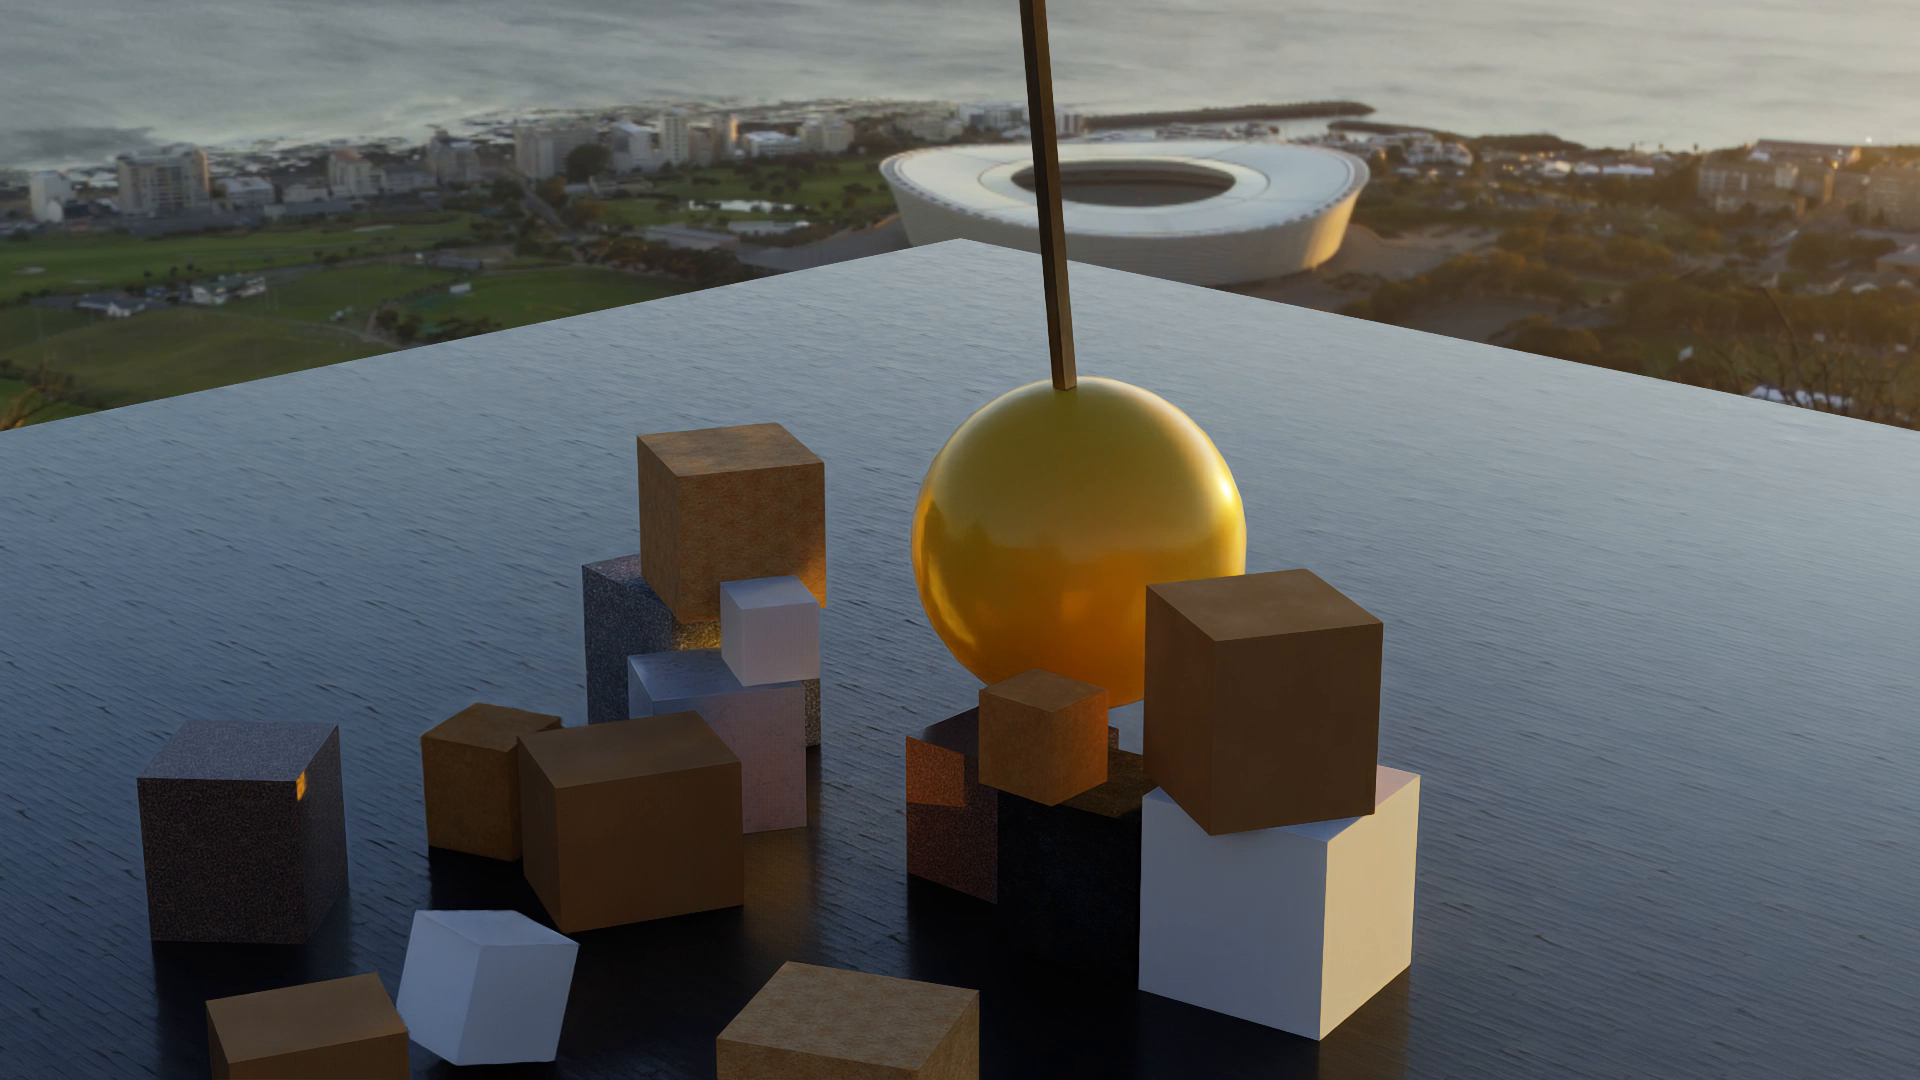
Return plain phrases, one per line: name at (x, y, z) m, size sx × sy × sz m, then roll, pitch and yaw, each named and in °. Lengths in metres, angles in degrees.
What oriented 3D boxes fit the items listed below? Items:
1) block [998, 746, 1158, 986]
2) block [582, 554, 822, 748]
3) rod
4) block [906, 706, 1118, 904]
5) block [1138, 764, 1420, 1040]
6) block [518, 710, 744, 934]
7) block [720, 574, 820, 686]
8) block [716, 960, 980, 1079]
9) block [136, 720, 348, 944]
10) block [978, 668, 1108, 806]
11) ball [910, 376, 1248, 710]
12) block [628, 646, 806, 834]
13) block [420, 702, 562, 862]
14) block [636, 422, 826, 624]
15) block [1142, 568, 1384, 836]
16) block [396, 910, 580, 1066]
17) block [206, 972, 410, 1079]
block at (0.637, 1.386, 12.697) m, size 0.692 × 0.742 × 0.674 m, roll 12°, pitch 21°, yaw 32°
block at (-1.318, 0.585, 14.975) m, size 0.865 × 0.904 × 0.867 m, roll -13°, pitch 21°, yaw -35°
rod at (0.244, -3.100, 12.623) m, size 0.080 × 5.200 × 0.080 m, roll 17°, pitch 32°, yaw 42°
block at (0.240, 1.193, 13.432) m, size 0.671 × 0.669 × 0.706 m, roll 15°, pitch 23°, yaw 39°
block at (1.341, 1.437, 12.317) m, size 0.849 × 0.873 × 0.854 m, roll 11°, pitch 21°, yaw 32°
block at (-1.483, 1.257, 13.197) m, size 0.839 × 0.688 × 0.688 m, roll -7°, pitch 19°, yaw -21°
block at (-0.907, 0.428, 13.968) m, size 0.374 × 0.382 × 0.430 m, roll -6°, pitch 18°, yaw -17°
block at (-0.396, 2.044, 10.655) m, size 0.759 × 0.711 × 0.661 m, roll 6°, pitch 18°, yaw 18°
block at (-3.161, 1.285, 12.984) m, size 0.694 × 0.763 × 0.689 m, roll 1°, pitch 17°, yaw 3°
block at (0.356, 0.836, 12.509) m, size 0.405 × 0.421 × 0.374 m, roll 15°, pitch 23°, yaw 39°
ball at (0.564, 0.019, 13.938) m, size 1.600 × 1.600 × 1.600 m, roll 0°, pitch 17°, yaw 0°
block at (-1.171, 0.963, 14.092) m, size 0.723 × 0.713 × 0.657 m, roll -5°, pitch 18°, yaw -16°
block at (-2.189, 1.135, 13.793) m, size 0.472 × 0.555 × 0.460 m, roll 8°, pitch 20°, yaw 24°
block at (-1.127, -0.096, 14.410) m, size 0.726 × 0.734 × 0.787 m, roll -6°, pitch 18°, yaw -19°
block at (1.226, 0.649, 11.998) m, size 0.721 × 0.821 × 0.738 m, roll -6°, pitch 18°, yaw -17°
block at (-1.891, 1.775, 11.680) m, size 0.450 × 0.486 × 0.486 m, roll 17°, pitch 7°, yaw 44°
block at (-2.390, 2.040, 10.794) m, size 0.635 × 0.634 × 0.530 m, roll -7°, pitch 19°, yaw -21°
